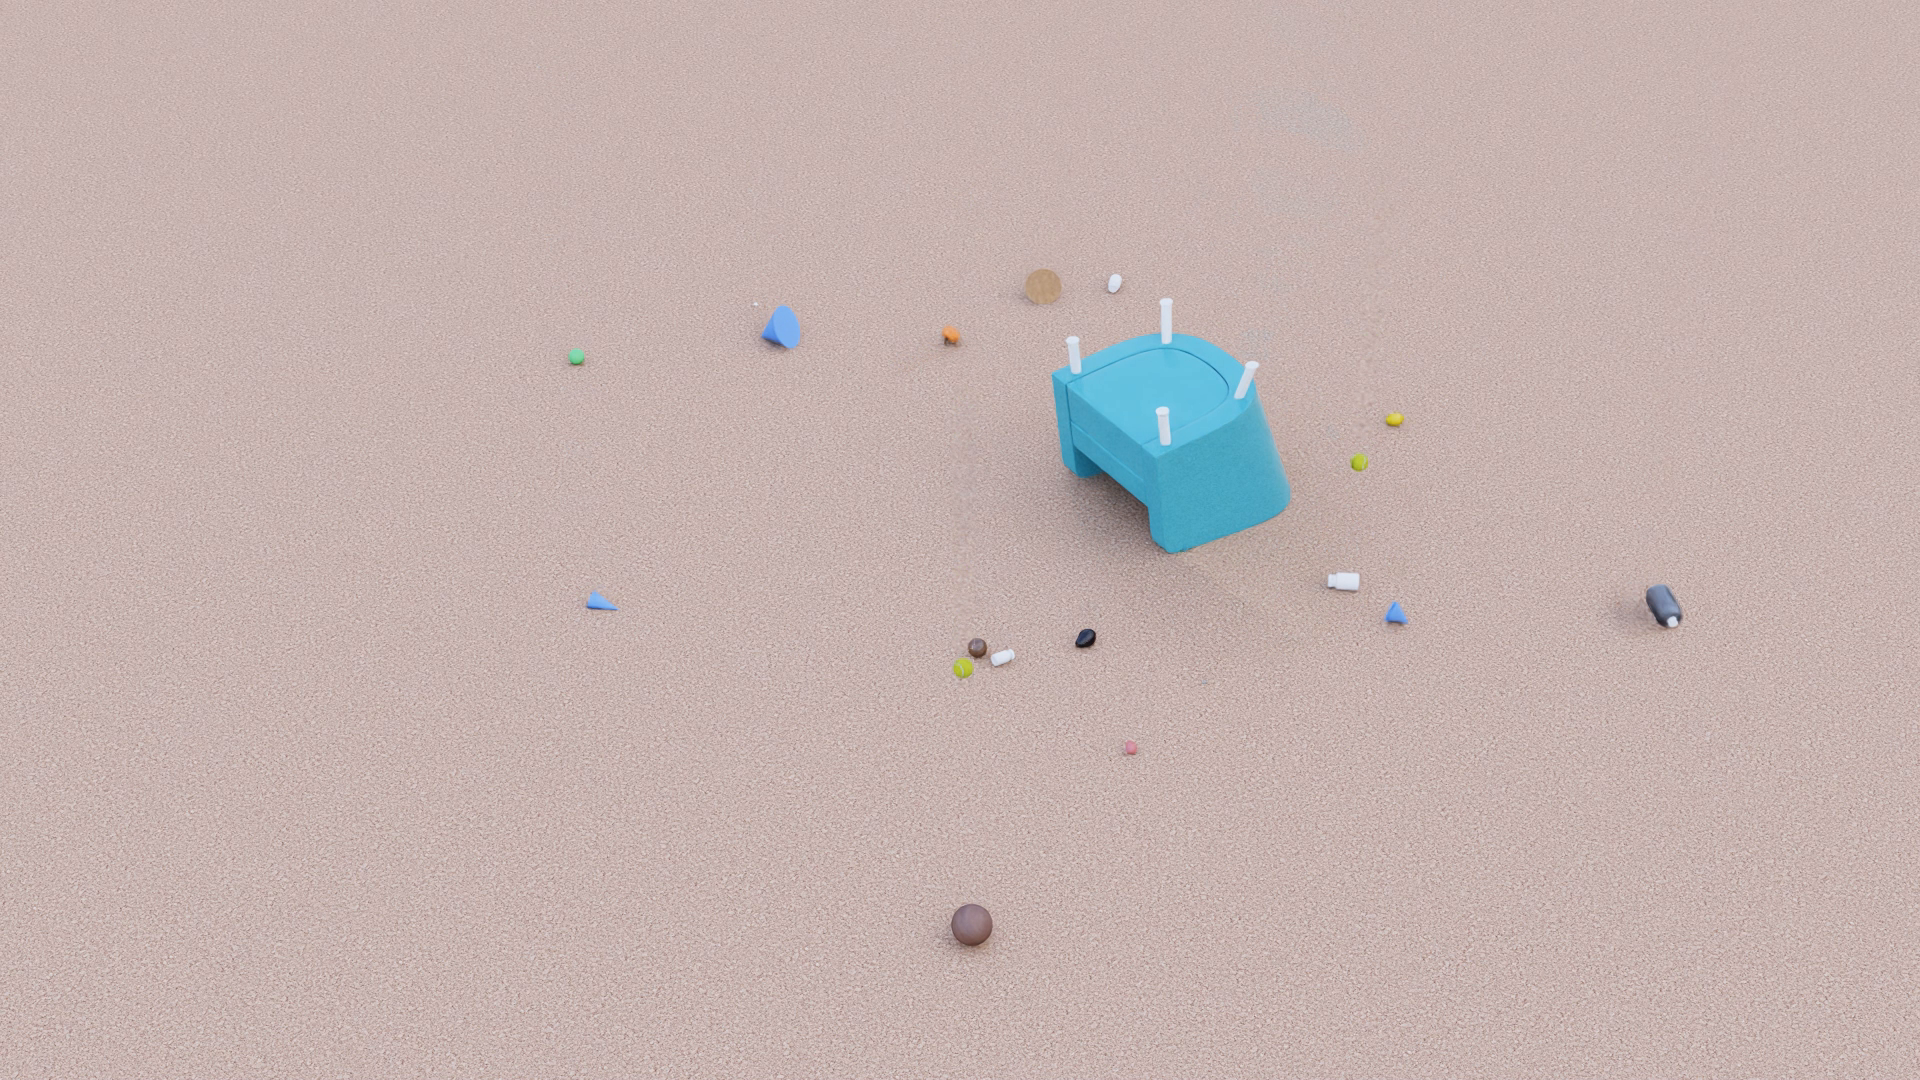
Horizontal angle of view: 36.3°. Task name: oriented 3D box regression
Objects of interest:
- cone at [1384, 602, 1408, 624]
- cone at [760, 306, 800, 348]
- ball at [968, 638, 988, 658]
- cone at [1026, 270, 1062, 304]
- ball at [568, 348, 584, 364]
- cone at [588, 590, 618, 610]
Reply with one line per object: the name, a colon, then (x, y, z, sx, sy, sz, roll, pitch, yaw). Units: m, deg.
cone: (1.572, 0.278, 10.489, 0.079, 0.080, 0.084, 33, 11, 0)
cone: (-0.775, -0.865, 12.189, 0.145, 0.168, 0.187, -18, 60, 34)
ball: (0.061, 0.379, 10.306, 0.069, 0.069, 0.069, 0, 33, 0)
cone: (0.335, -1.079, 12.523, 0.163, 0.149, 0.130, -13, 5, -16)
ball: (-1.572, -0.753, 12.028, 0.065, 0.065, 0.065, 0, 33, 0)
cone: (-1.277, 0.232, 10.564, 0.114, 0.061, 0.067, 22, 70, 5)
